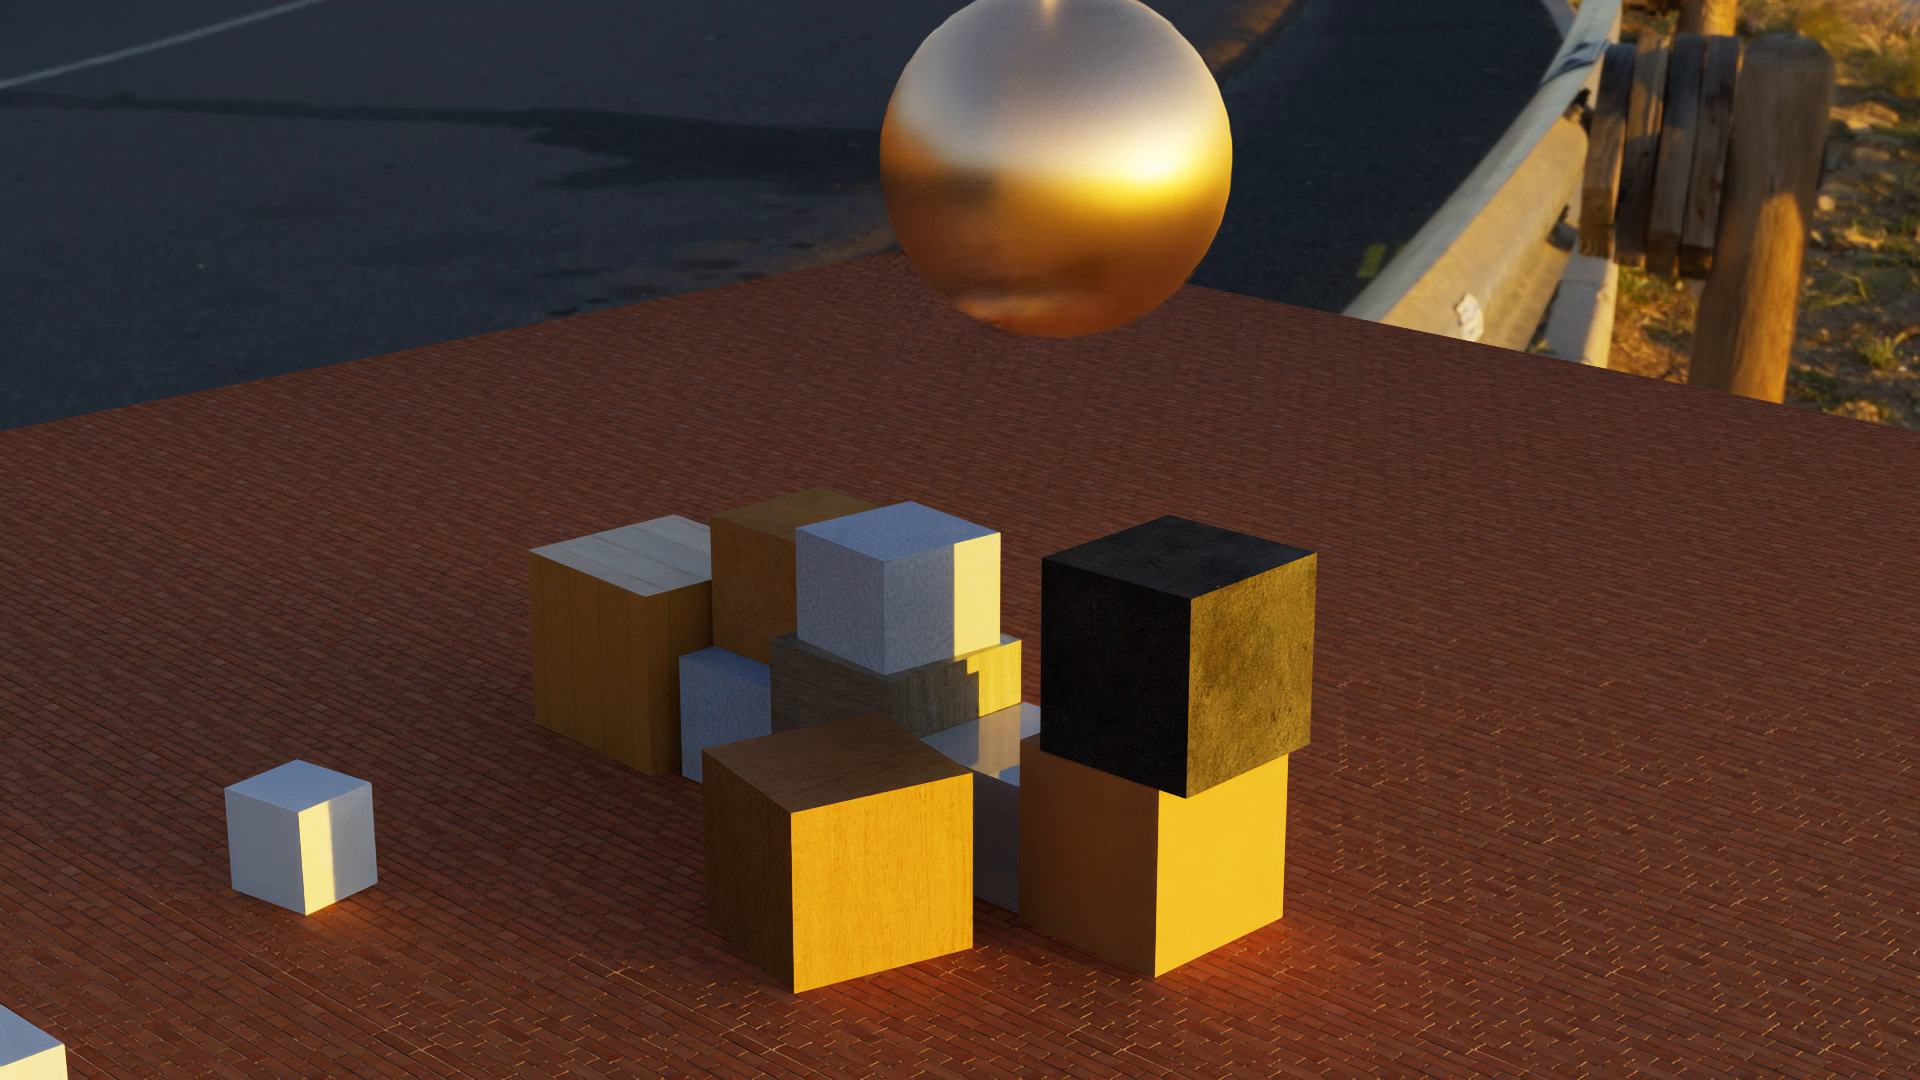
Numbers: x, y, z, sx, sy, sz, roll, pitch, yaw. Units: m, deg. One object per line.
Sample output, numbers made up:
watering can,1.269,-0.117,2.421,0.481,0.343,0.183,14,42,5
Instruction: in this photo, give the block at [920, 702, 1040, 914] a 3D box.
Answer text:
block,0.296,1.219,13.456,0.774,0.606,0.760,-16,24,-42

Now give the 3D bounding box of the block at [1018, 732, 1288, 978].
block,0.845,1.271,12.869,0.803,0.858,0.853,17,24,42

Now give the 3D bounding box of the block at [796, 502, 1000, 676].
block,-0.290,0.214,13.693,0.686,0.544,0.664,-14,22,-38

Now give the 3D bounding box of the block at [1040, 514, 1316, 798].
block,0.928,0.479,12.513,0.804,0.869,0.850,16,23,41

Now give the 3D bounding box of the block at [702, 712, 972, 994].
block,-0.534,1.338,12.726,0.871,0.816,0.839,-10,20,-29

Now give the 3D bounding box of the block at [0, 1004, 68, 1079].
block,-3.667,2.118,10.495,0.655,0.666,0.710,16,24,42

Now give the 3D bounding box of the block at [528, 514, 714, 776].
block,-1.528,0.520,15.115,0.941,0.944,1.016,-15,23,-40

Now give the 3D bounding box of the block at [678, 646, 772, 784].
block,-0.855,0.871,14.524,0.736,0.629,0.755,17,24,42

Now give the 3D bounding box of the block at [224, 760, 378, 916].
block,-2.978,1.339,13.264,0.487,0.492,0.432,12,21,34

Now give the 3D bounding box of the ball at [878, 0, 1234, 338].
ball,0.432,-1.715,13.255,1.600,1.600,1.600,0,17,0

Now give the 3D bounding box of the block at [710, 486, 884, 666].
block,-0.745,0.196,14.497,0.707,0.675,0.657,-16,24,-42

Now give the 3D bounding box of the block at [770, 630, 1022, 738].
block,-0.304,0.906,13.931,0.833,0.919,0.841,-17,24,-42
